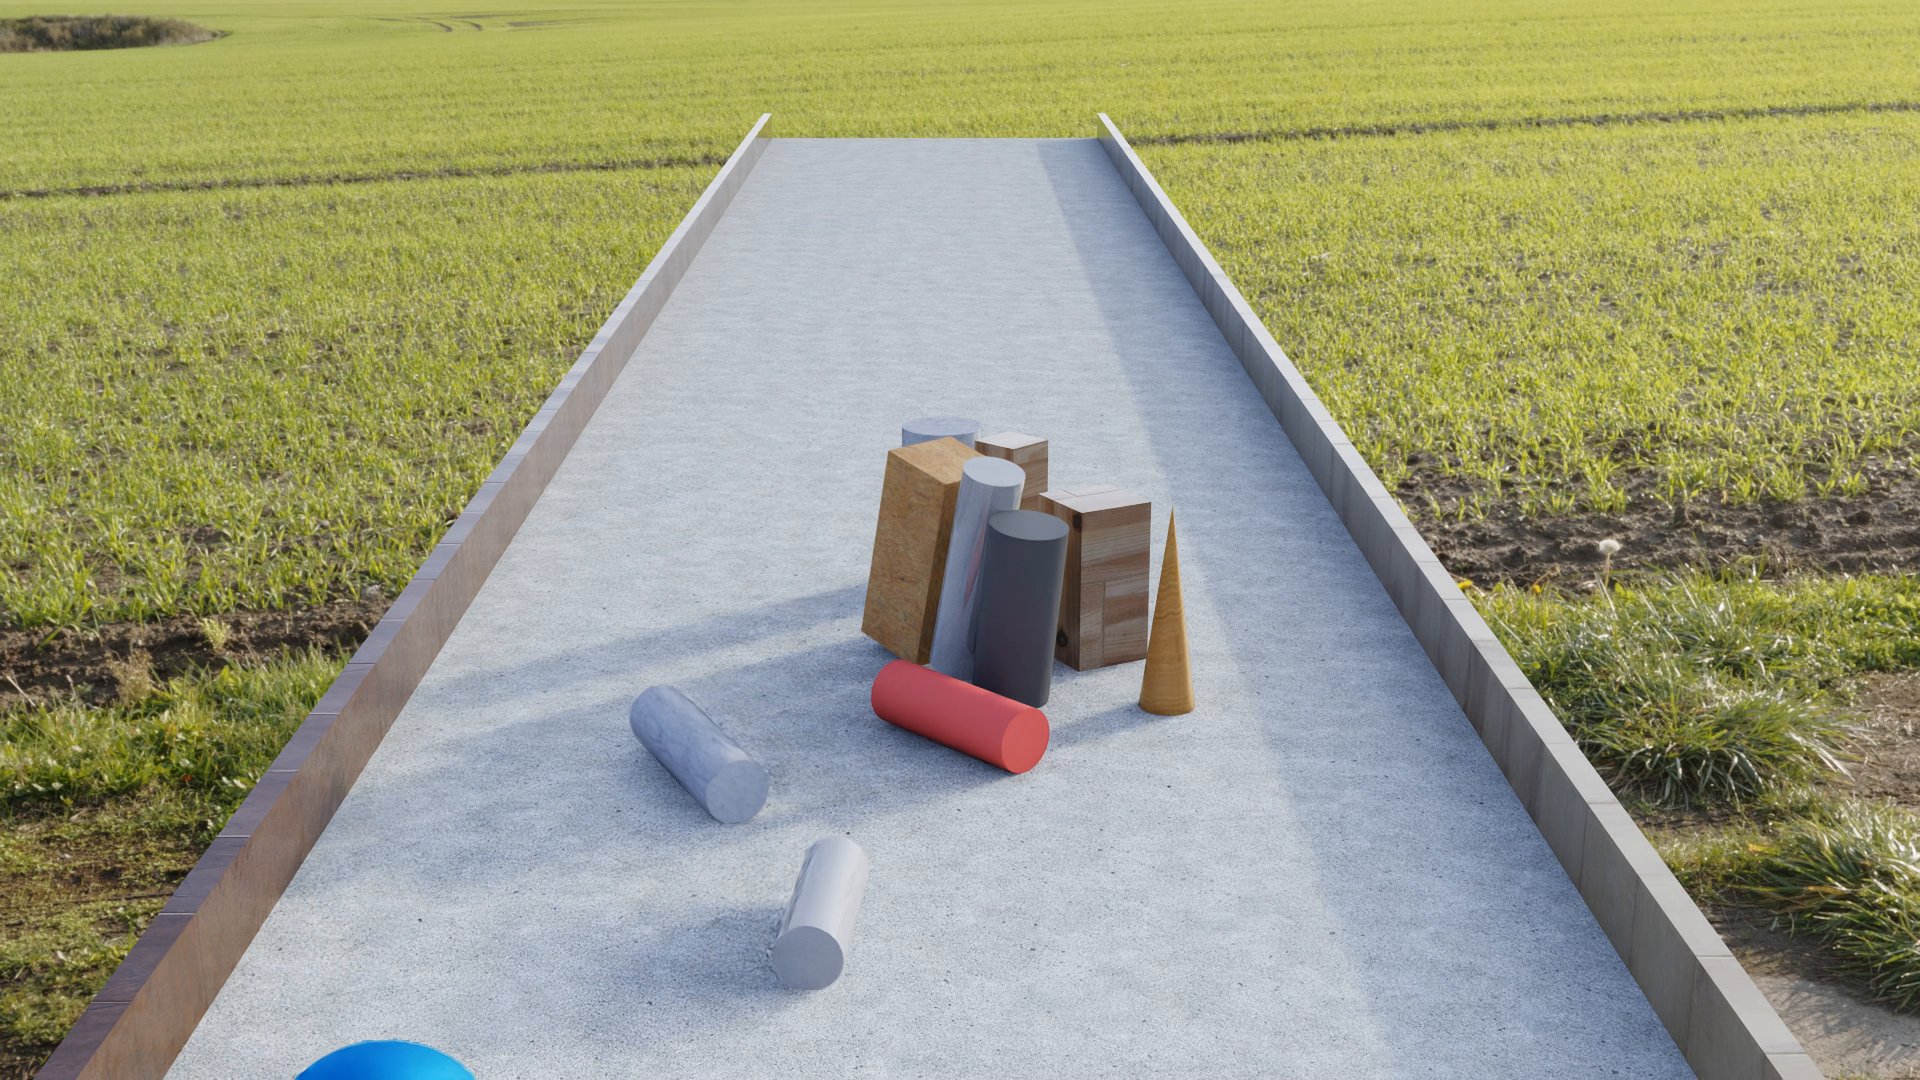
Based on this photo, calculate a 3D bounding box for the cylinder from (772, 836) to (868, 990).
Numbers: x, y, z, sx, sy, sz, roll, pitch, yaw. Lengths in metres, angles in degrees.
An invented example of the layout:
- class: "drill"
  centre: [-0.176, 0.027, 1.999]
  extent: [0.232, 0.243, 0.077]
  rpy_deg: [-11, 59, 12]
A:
- class: "cylinder"
  centre: [-0.202, 0.543, 3.225]
  extent: [0.100, 0.100, 0.304]
  rpy_deg: [1, 17, 4]

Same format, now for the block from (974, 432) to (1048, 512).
- class: "block"
  centre: [0.108, -0.029, 4.662]
  extent: [0.109, 0.377, 0.109]
  rpy_deg: [15, 22, 41]

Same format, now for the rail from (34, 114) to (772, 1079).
- class: "rail"
  centre: [-1.118, -0.838, 7.780]
  extent: [0.050, 0.150, 12.000]
  rpy_deg: [0, 17, -1]

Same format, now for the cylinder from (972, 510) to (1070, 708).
- class: "cylinder"
  centre: [0.112, 0.133, 4.139]
  extent: [0.150, 0.349, 0.150]
  rpy_deg: [5, 22, -2]

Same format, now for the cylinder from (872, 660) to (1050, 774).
- class: "cylinder"
  centre: [-0.003, 0.315, 3.961]
  extent: [0.118, 0.118, 0.345]
  rpy_deg: [-15, 22, -41]

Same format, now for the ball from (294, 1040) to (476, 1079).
- class: "ball"
  centre: [-0.638, 0.692, 2.420]
  extent: [0.274, 0.274, 0.274]
  rpy_deg: [0, 17, 0]

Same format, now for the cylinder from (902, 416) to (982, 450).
- class: "cylinder"
  centre: [-0.039, -0.081, 4.877]
  extent: [0.177, 0.354, 0.177]
  rpy_deg: [0, 17, 0]

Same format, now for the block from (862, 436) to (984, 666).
- class: "block"
  centre: [-0.054, 0.023, 4.392]
  extent: [0.167, 0.405, 0.167]
  rpy_deg: [-15, 35, -41]

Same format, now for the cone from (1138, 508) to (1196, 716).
- class: "cone"
  centre: [0.392, 0.124, 4.115]
  extent: [0.108, 0.396, 0.108]
  rpy_deg: [0, 17, 0]

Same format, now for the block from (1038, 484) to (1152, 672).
- class: "block"
  centre: [0.267, 0.073, 4.408]
  extent: [0.162, 0.327, 0.162]
  rpy_deg: [-9, 19, -28]

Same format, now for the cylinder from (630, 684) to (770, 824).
- class: "cylinder"
  centre: [-0.455, 0.365, 3.802]
  extent: [0.112, 0.112, 0.398]
  rpy_deg: [-8, 18, -25]

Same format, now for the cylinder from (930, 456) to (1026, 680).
- class: "cylinder"
  centre: [0.031, 0.057, 4.250]
  extent: [0.120, 0.431, 0.120]
  rpy_deg: [8, 28, -4]

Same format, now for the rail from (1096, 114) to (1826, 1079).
- class: "rail"
  centre: [0.932, -0.844, 7.801]
  extent: [0.050, 0.150, 12.000]
  rpy_deg: [0, 17, -1]
